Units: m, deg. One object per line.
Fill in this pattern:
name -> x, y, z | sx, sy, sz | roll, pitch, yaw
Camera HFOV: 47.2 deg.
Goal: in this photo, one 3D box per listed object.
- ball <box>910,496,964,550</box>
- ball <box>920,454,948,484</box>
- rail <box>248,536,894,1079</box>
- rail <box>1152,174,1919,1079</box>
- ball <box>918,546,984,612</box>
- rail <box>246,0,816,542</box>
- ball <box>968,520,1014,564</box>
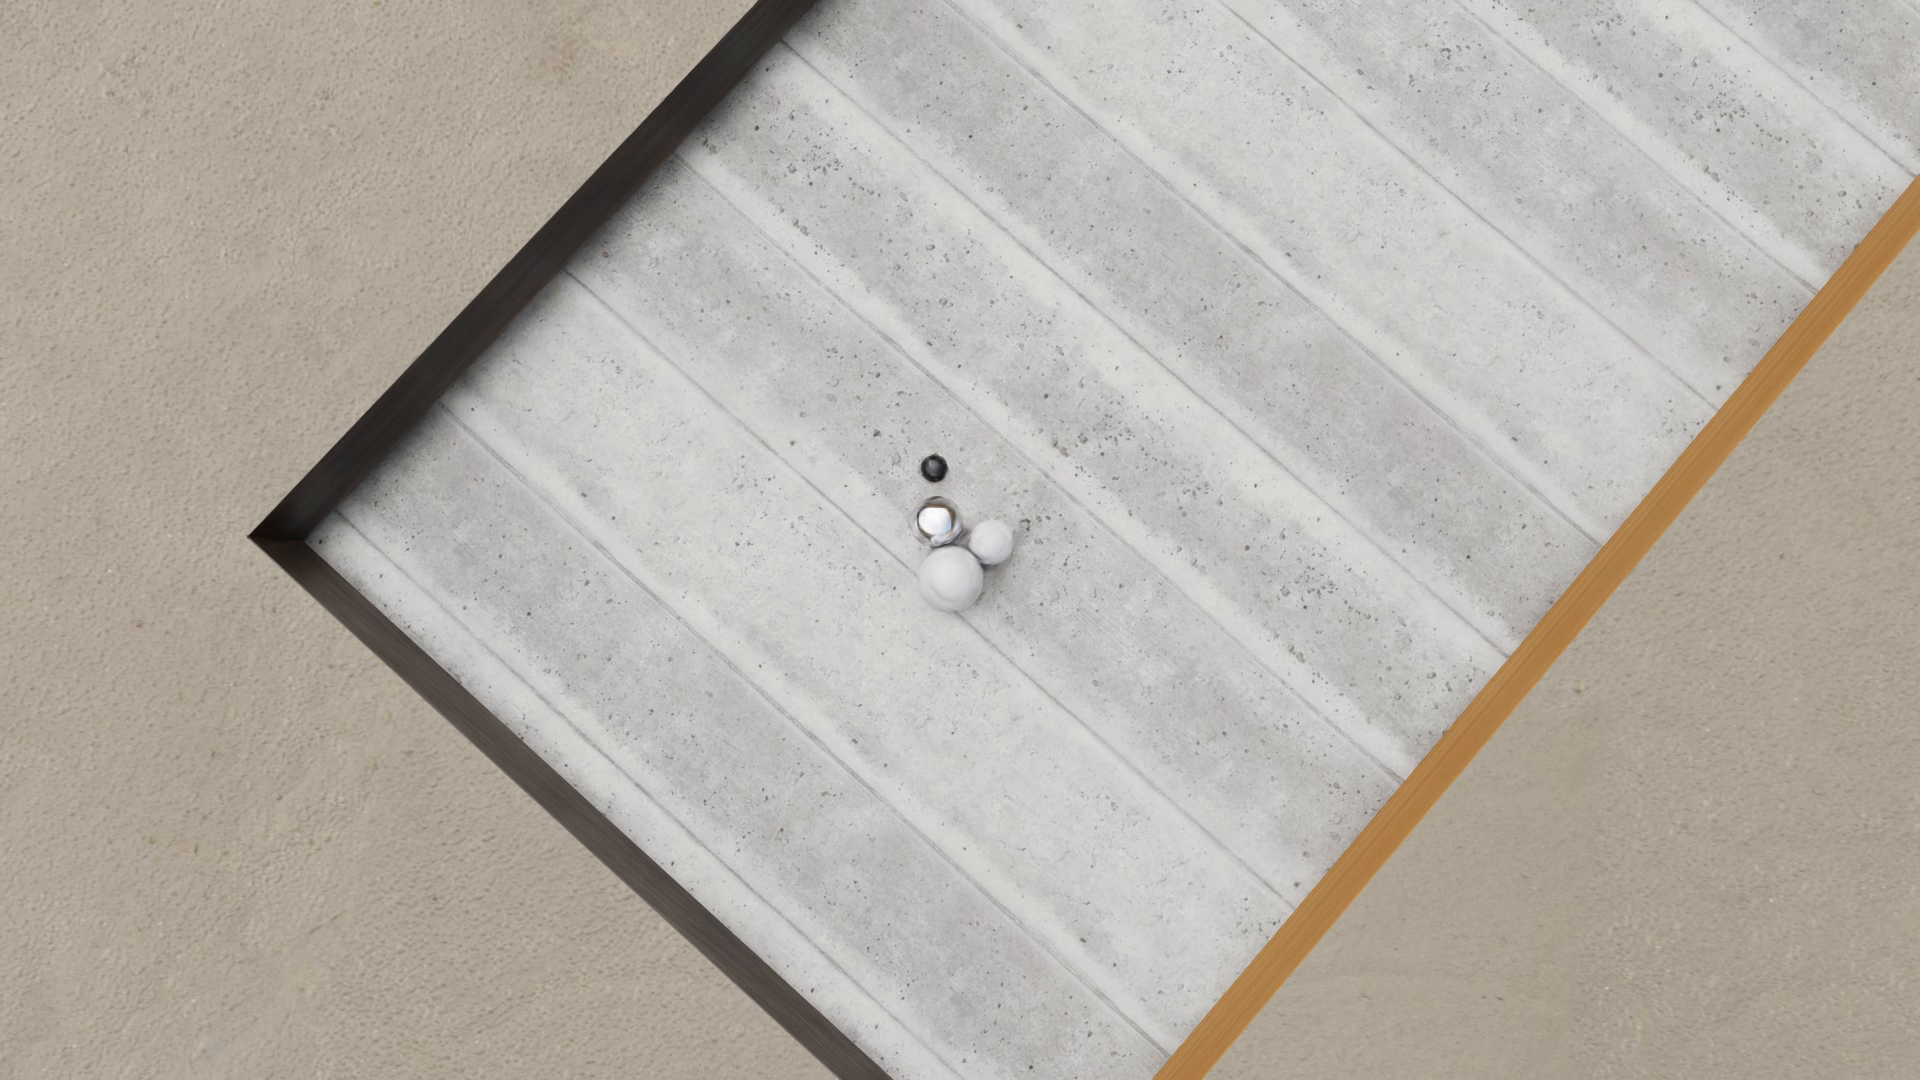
ball -> -0.035, -0.026, 3.279 | 0.080, 0.080, 0.080 | 0, 80, 0
ball -> -0.039, -0.107, 3.311 | 0.043, 0.043, 0.043 | 0, 80, 0
rail -> -0.444, 0.490, 3.167 | 1.536, 0.126, 0.045 | 41, 83, 6
rail -> 1.017, -0.031, 3.255 | 0.045, 0.126, 2.775 | 41, 83, 6
ball -> -0.013, 0.057, 3.256 | 0.097, 0.097, 0.097 | 0, 80, 0
rail -> -0.098, -1.004, 3.420 | 0.045, 0.126, 2.775 | 41, 83, 6
ball -> 0.046, 0.003, 3.280 | 0.068, 0.068, 0.068 | 0, 80, 0
